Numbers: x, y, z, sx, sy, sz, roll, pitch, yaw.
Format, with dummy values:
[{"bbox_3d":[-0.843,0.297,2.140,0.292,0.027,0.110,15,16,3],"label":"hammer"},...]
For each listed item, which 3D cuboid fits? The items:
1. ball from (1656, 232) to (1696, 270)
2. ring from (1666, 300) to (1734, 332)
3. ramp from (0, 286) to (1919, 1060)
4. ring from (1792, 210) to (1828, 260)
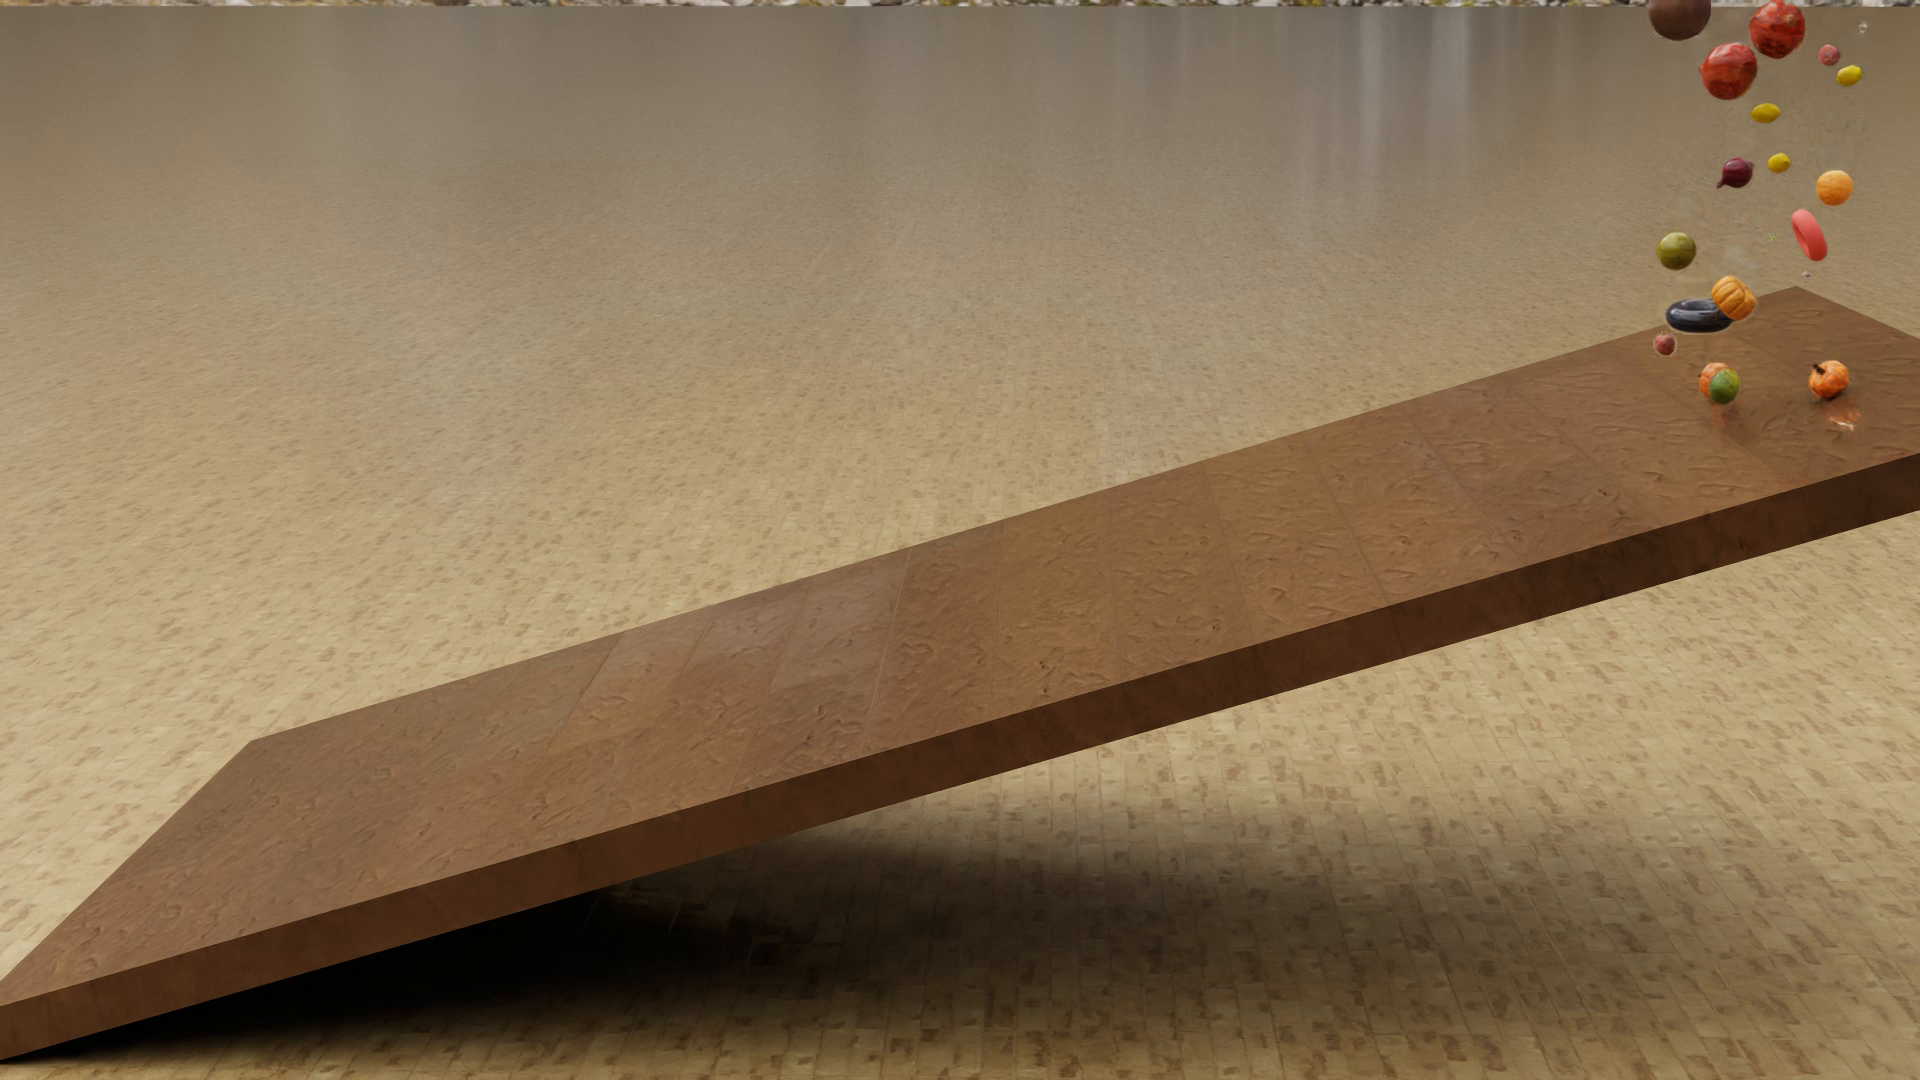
[{"bbox_3d":[1.475,-0.595,6.054,0.080,0.080,0.080,0,11,0],"label":"ball"},{"bbox_3d":[1.498,-0.454,5.954,0.136,0.045,0.136,-3,20,1],"label":"ring"},{"bbox_3d":[0.094,0.185,6.316,4.000,0.100,2.000,-16,10,5],"label":"ramp"},{"bbox_3d":[1.748,-0.627,6.051,0.038,0.114,0.114,-25,9,8],"label":"ring"}]
